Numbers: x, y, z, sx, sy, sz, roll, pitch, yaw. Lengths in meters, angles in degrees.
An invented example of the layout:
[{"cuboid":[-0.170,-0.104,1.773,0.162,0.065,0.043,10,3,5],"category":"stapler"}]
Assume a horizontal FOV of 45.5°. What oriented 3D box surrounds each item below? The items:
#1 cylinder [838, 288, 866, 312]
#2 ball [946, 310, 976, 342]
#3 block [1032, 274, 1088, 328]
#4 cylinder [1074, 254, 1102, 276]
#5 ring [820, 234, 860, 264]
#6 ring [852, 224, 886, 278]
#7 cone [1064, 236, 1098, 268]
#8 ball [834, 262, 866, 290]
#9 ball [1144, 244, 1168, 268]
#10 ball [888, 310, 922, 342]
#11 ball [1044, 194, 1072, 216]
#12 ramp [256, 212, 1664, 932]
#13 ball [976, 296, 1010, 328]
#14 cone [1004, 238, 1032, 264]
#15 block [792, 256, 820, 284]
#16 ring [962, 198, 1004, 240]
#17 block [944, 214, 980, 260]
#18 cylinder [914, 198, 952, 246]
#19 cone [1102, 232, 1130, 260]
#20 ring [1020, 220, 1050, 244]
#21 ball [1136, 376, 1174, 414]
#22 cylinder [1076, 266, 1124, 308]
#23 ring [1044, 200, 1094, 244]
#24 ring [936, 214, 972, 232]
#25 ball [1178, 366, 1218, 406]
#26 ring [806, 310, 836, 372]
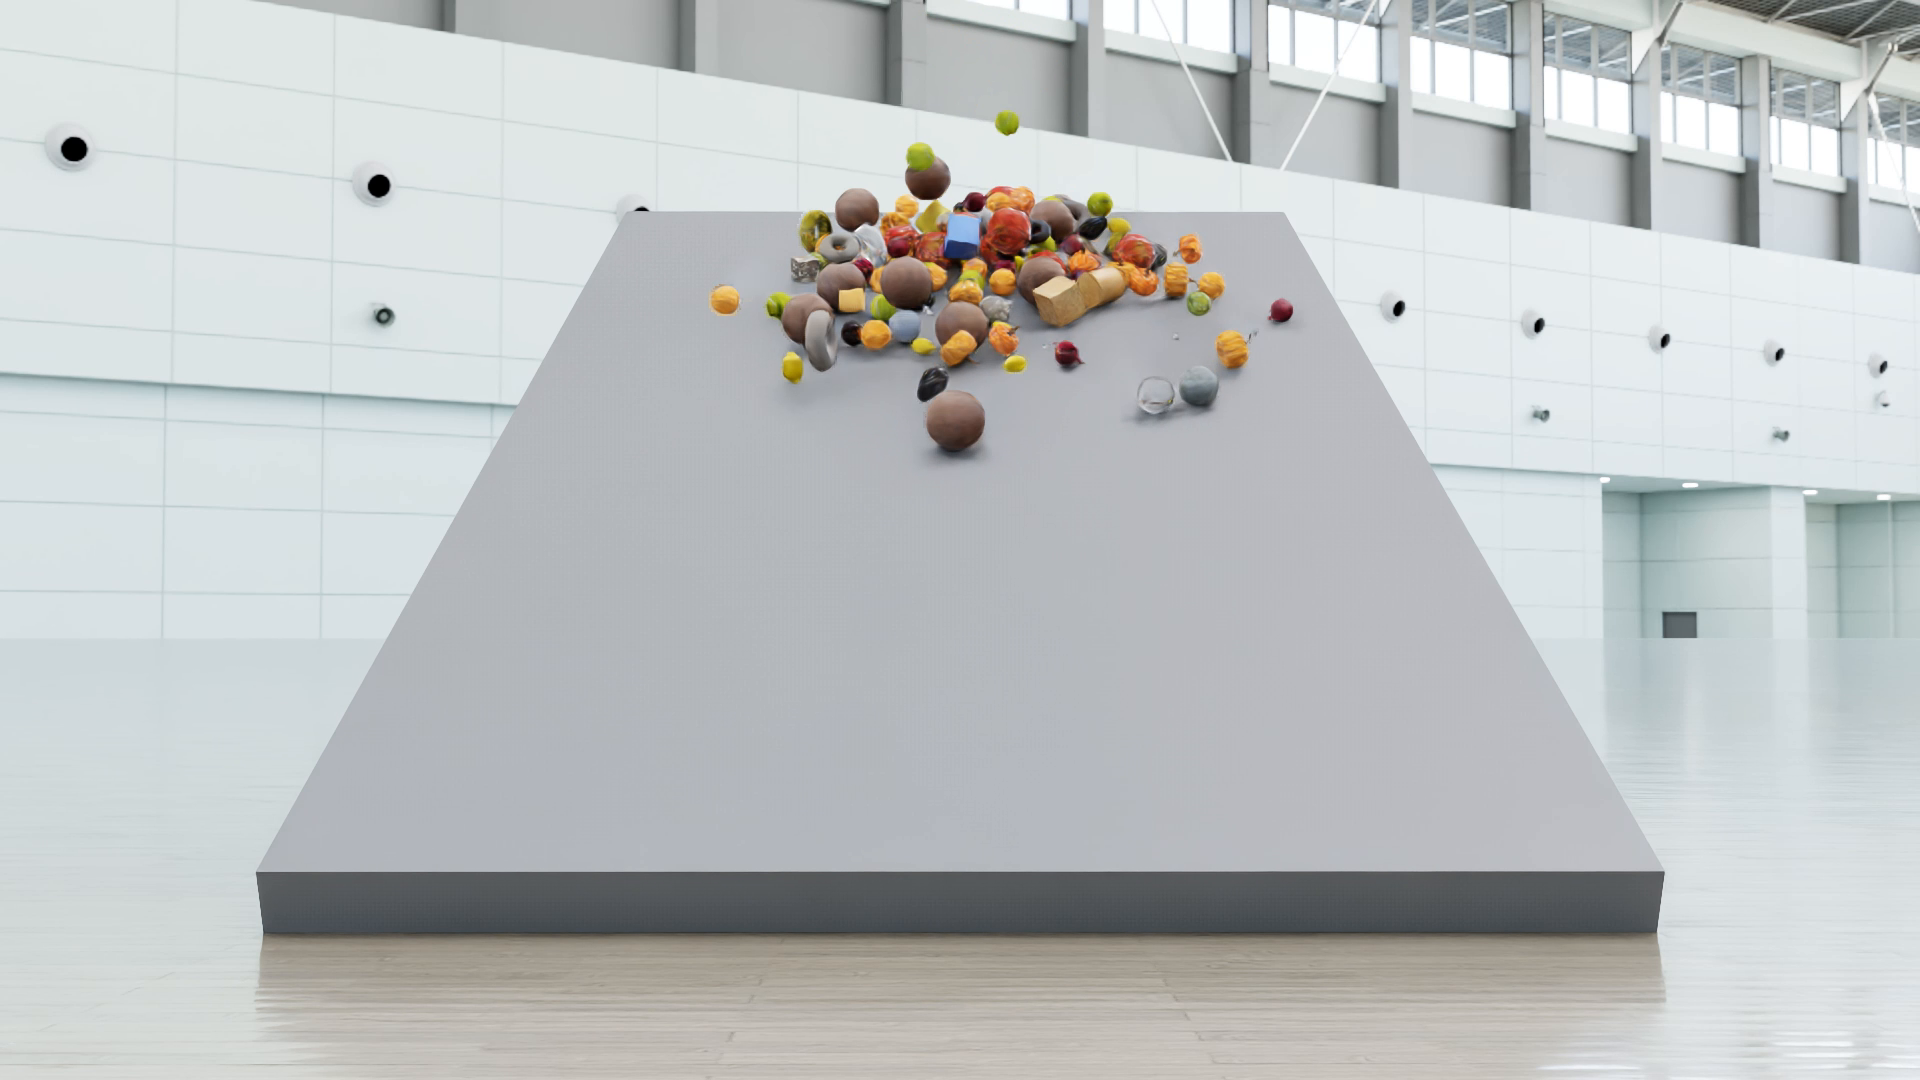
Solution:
[{"cuboid":[-0.254,-0.561,5.369,0.052,0.052,0.052,-1,-3,12],"category":"cylinder"},{"cuboid":[0.003,-0.529,5.671,0.077,0.077,0.077,0,-2,0],"category":"ball"},{"cuboid":[0.254,-0.606,5.822,0.087,0.087,0.087,-32,33,-19],"category":"block"},{"cuboid":[0.348,-0.730,6.167,0.070,0.070,0.070,-12,7,1],"category":"cylinder"},{"cuboid":[-0.304,-0.736,5.777,0.101,0.101,0.034,0,-44,-3],"category":"ring"},{"cuboid":[-0.248,-0.782,6.210,0.048,0.145,0.145,-13,5,-32],"category":"ring"},{"cuboid":[0.317,-0.781,6.356,0.094,0.094,0.094,-42,14,-19],"category":"cone"},{"cuboid":[-0.291,-0.700,6.094,0.083,0.083,0.083,0,-2,0],"category":"ball"},{"cuboid":[0.544,-0.789,6.348,0.066,0.066,0.066,0,-2,0],"category":"ball"},{"cuboid":[-0.137,-0.529,5.666,0.082,0.082,0.082,0,-2,0],"category":"ball"},{"cuboid":[0.296,-0.980,6.792,0.094,0.094,0.094,0,-2,0],"category":"ball"},{"cuboid":[-0.006,-0.218,5.128,2.000,0.100,4.000,0,22,0],"category":"ramp"},{"cuboid":[0.083,-0.576,5.783,0.083,0.083,0.083,0,-2,0],"category":"ball"},{"cuboid":[0.174,-0.807,6.406,0.071,0.071,0.071,0,-2,-37],"category":"cone"},{"cuboid":[-0.419,-0.736,6.220,0.058,0.058,0.058,-10,24,-25],"category":"block"},{"cuboid":[0.065,-0.912,6.517,0.144,0.048,0.144,44,-2,2],"category":"ring"},{"cuboid":[0.006,-0.813,6.165,0.082,0.082,0.082,7,-27,-5],"category":"block"},{"cuboid":[-0.064,-0.908,6.545,0.098,0.098,0.098,40,-7,-5],"category":"cylinder"},{"cuboid":[0.426,-0.818,6.461,0.080,0.080,0.080,2,-9,-38],"category":"cone"},{"cuboid":[0.201,-0.822,6.105,0.084,0.084,0.028,0,-40,9],"category":"ring"},{"cuboid":[0.440,-0.327,5.153,0.085,0.085,0.085,0,-2,0],"category":"ball"},{"cuboid":[0.366,-0.661,5.989,0.091,0.091,0.091,-19,11,-40],"category":"cylinder"},{"cuboid":[0.317,-0.920,6.627,0.148,0.148,0.049,0,-34,6],"category":"ring"},{"cuboid":[-0.005,-0.871,6.314,0.123,0.041,0.123,8,-3,0],"category":"ring"},{"cuboid":[0.542,-0.350,5.203,0.091,0.091,0.091,0,-2,0],"category":"ball"},{"cuboid":[-0.319,-0.458,5.263,0.047,0.142,0.142,-2,-3,12],"category":"ring"}]
